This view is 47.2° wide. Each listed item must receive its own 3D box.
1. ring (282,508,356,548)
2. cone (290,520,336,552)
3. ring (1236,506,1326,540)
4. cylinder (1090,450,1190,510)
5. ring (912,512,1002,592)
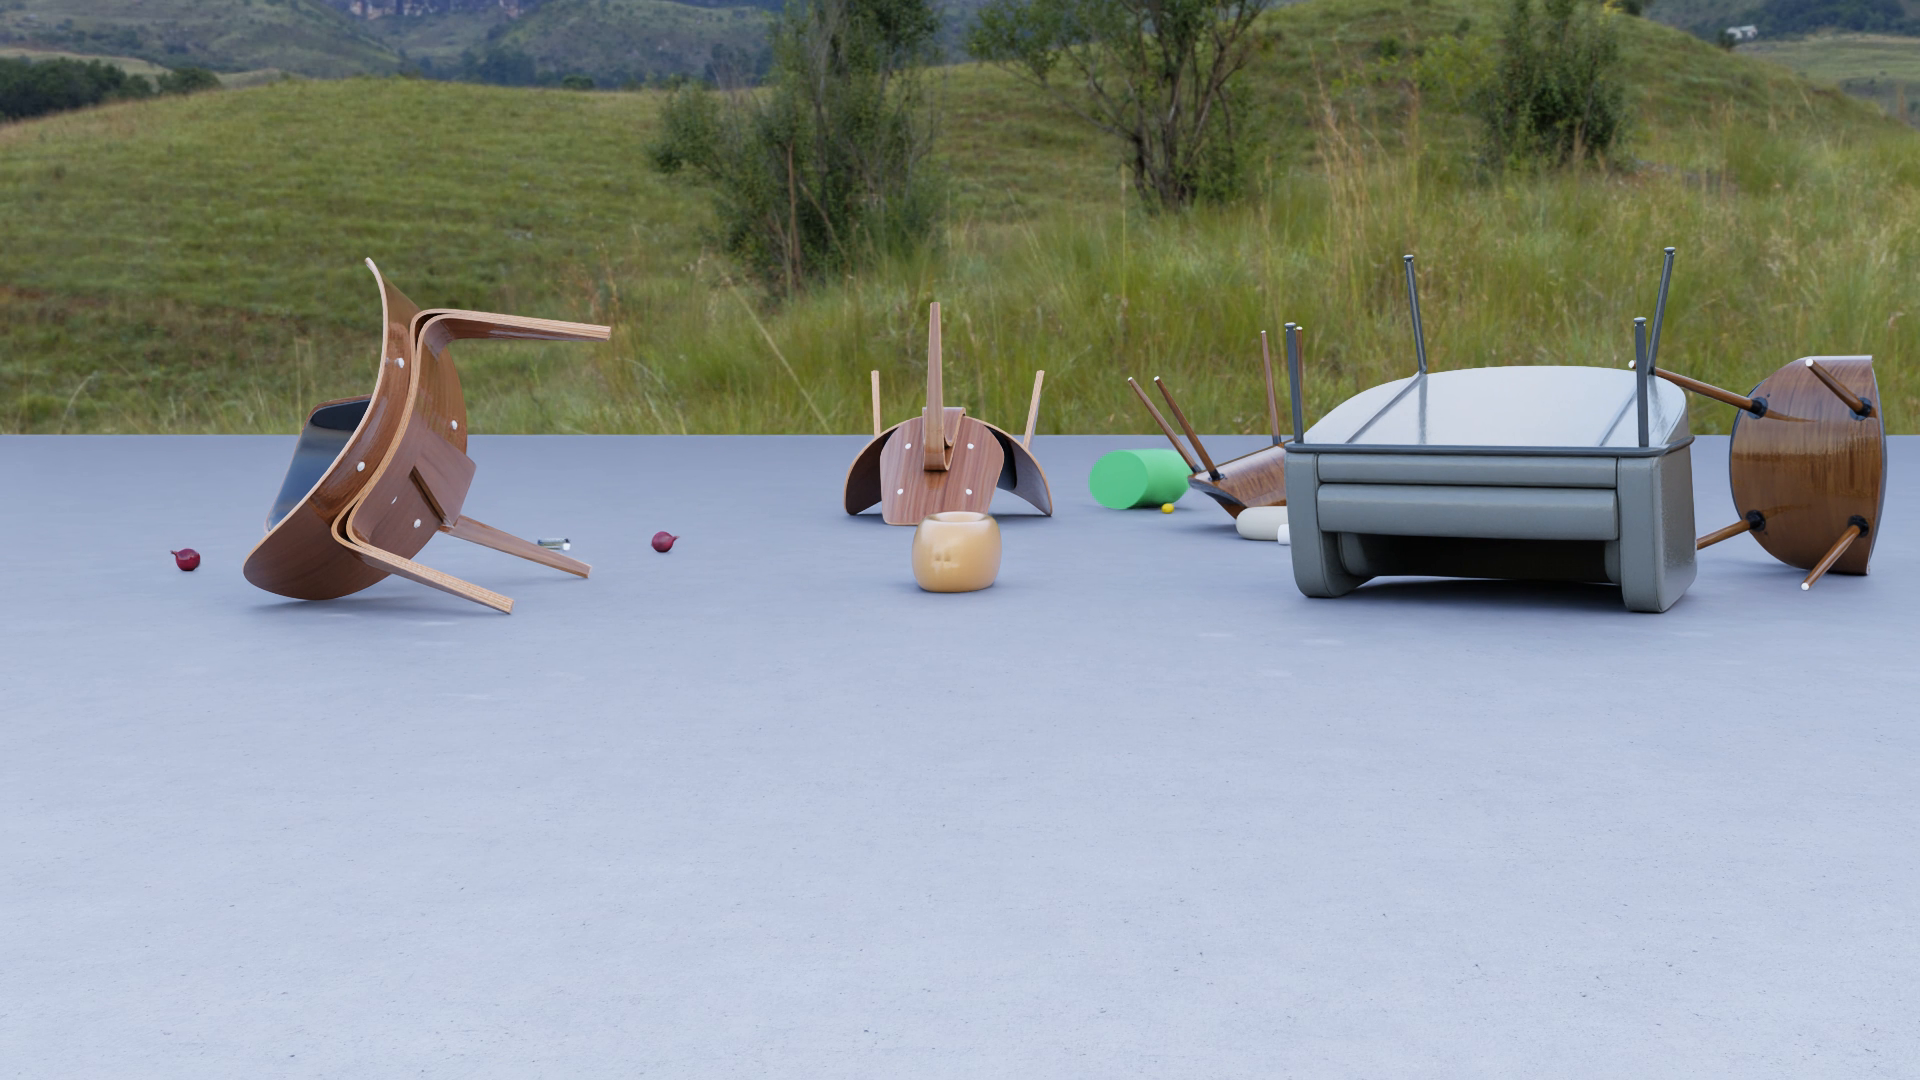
[{"bbox_3d":[-1.825,-0.032,6.258,0.183,0.105,0.212,1,5,40],"label":"ring"},{"bbox_3d":[-1.779,0.006,6.142,0.162,0.094,0.095,7,-20,26],"label":"cone"},{"bbox_3d":[0.963,-0.049,6.596,0.272,0.092,0.264,-3,6,-28],"label":"ring"},{"bbox_3d":[0.683,-0.231,8.325,0.263,0.215,0.305,-13,-4,37],"label":"cylinder"},{"bbox_3d":[-0.006,0.026,5.010,0.198,0.160,0.448,3,6,8],"label":"ring"}]
